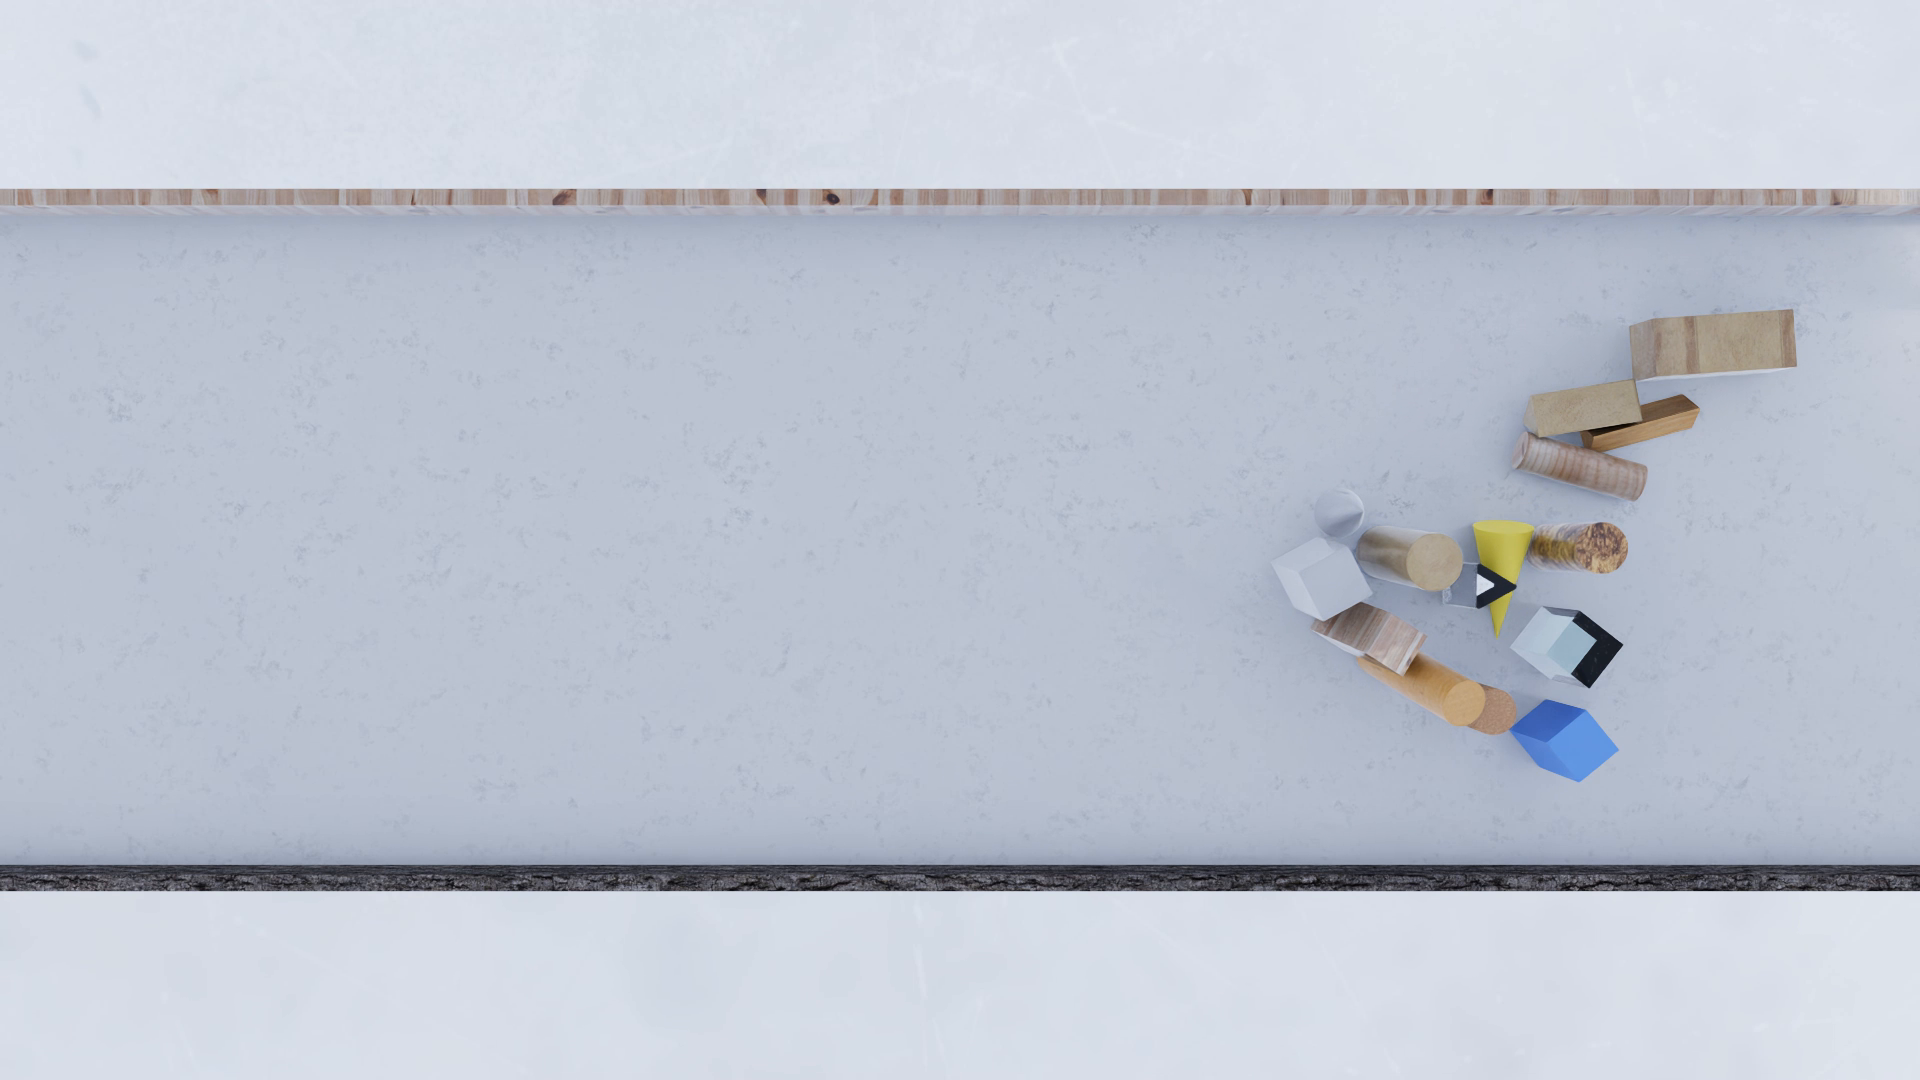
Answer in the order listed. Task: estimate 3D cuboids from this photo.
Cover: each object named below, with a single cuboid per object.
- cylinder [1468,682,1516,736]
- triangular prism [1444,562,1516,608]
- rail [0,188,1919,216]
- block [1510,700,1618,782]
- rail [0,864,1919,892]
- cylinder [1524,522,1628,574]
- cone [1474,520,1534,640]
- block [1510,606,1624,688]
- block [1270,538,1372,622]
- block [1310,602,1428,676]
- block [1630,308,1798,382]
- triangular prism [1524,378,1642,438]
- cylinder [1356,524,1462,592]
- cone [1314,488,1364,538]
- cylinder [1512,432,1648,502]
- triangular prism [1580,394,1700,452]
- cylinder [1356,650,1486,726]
[{"bbox_3d":[1.514,0.485,4.889,0.133,0.367,0.133,0,92,-3],"label":"cylinder"},{"bbox_3d":[1.519,0.117,4.910,0.130,0.332,0.113,-29,90,0],"label":"triangular prism"},{"bbox_3d":[-2.247,-1.025,5.002,12.000,0.150,0.050,0,90,0],"label":"rail"},{"bbox_3d":[1.794,0.594,4.912,0.149,0.328,0.149,-39,90,0],"label":"block"},{"bbox_3d":[-2.247,1.025,5.001,12.000,0.150,0.050,0,90,0],"label":"rail"},{"bbox_3d":[1.802,0.023,4.851,0.145,0.451,0.145,0,90,0],"label":"cylinder"},{"bbox_3d":[1.648,0.135,5.033,0.178,0.178,0.361,-1,104,0],"label":"cone"},{"bbox_3d":[1.805,0.317,4.922,0.162,0.310,0.162,38,90,0],"label":"block"},{"bbox_3d":[1.069,0.112,4.896,0.161,0.349,0.161,-28,95,0],"label":"block"},{"bbox_3d":[1.201,0.273,4.873,0.135,0.387,0.135,31,90,-14],"label":"block"},{"bbox_3d":[2.275,-0.587,4.990,0.419,0.173,0.173,-4,90,0],"label":"block"},{"bbox_3d":[1.890,-0.380,4.993,0.316,0.128,0.111,-9,55,0],"label":"triangular prism"},{"bbox_3d":[1.318,0.049,4.858,0.165,0.421,0.165,0,94,-6],"label":"cylinder"},{"bbox_3d":[1.167,-0.084,4.922,0.154,0.309,0.154,0,90,0],"label":"cone"},{"bbox_3d":[1.883,-0.223,5.018,0.374,0.118,0.118,16,90,0],"label":"cylinder"},{"bbox_3d":[2.075,-0.353,5.028,0.333,0.092,0.106,-15,90,0],"label":"triangular prism"},{"bbox_3d":[1.345,0.401,4.840,0.137,0.457,0.137,-5,106,-18],"label":"cylinder"}]
